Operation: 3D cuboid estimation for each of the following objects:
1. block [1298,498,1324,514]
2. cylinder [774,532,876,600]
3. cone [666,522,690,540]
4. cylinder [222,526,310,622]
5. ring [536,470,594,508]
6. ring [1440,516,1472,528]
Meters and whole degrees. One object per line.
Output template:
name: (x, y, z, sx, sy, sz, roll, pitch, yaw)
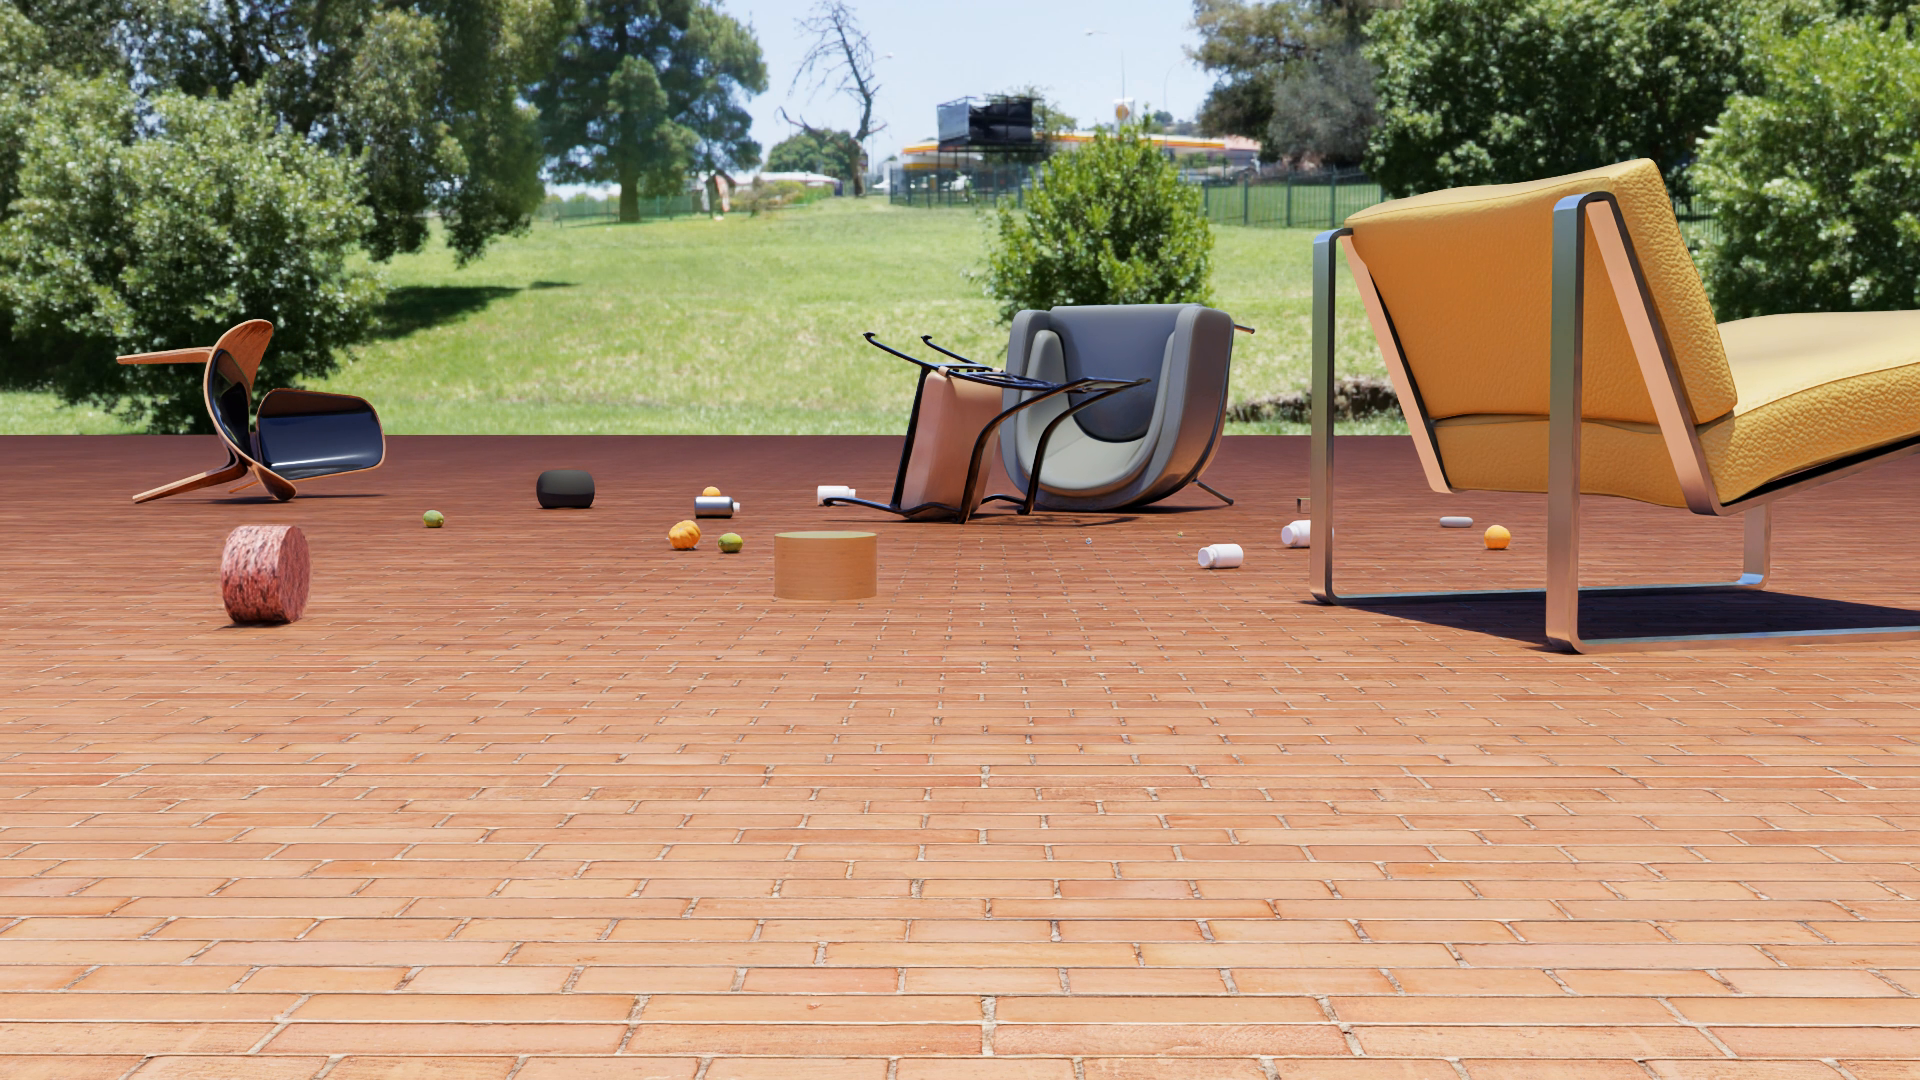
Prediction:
block: (1.268, -0.124, 7.962, 0.084, 0.053, 0.059, 0, 4, -5)
cylinder: (-0.292, 0.054, 4.785, 0.221, 0.133, 0.230, 1, 4, 17)
cone: (-0.854, -0.014, 6.569, 0.085, 0.054, 0.053, -20, 4, 41)
cylinder: (-1.337, 0.066, 4.240, 0.105, 0.184, 0.235, 0, 2, -2)
ring: (-1.487, -0.189, 8.292, 0.204, 0.138, 0.225, -5, -5, 43)
ring: (1.613, -0.058, 7.150, 0.107, 0.034, 0.057, 1, 2, 4)
